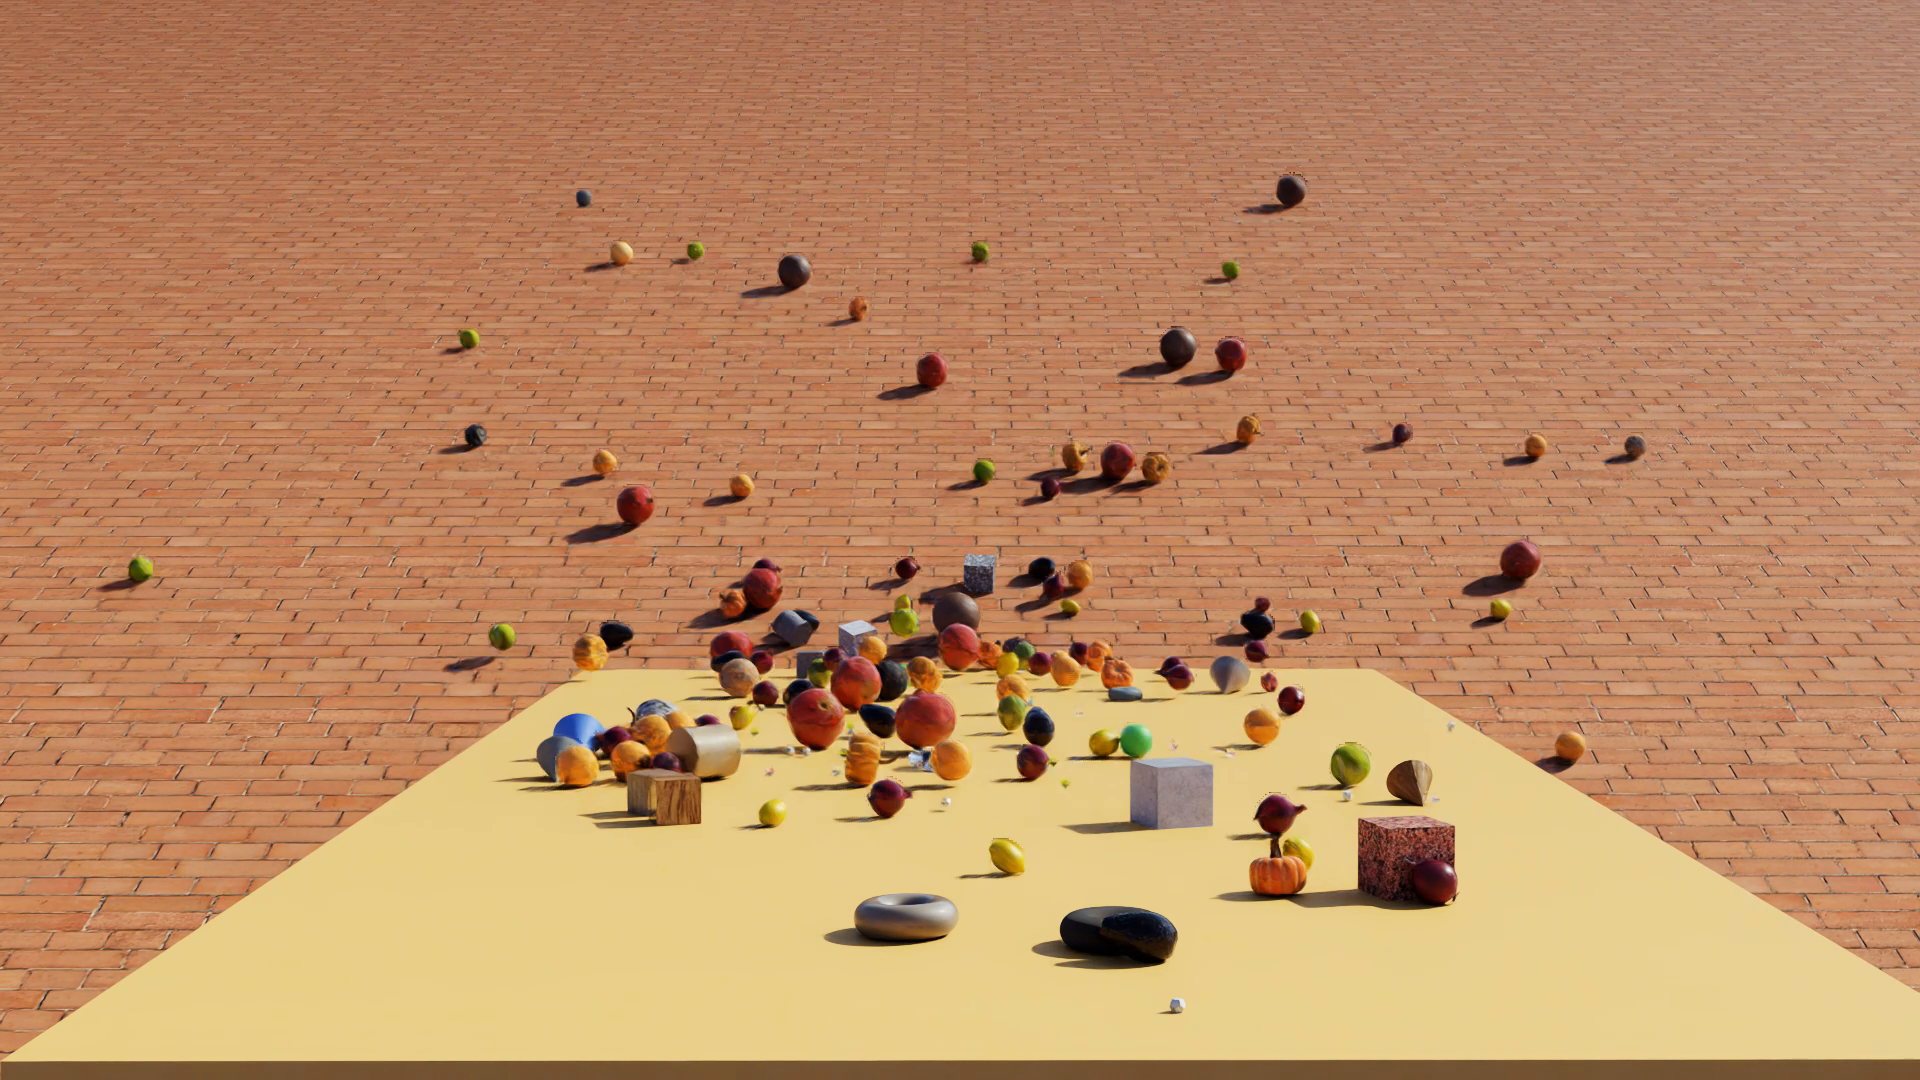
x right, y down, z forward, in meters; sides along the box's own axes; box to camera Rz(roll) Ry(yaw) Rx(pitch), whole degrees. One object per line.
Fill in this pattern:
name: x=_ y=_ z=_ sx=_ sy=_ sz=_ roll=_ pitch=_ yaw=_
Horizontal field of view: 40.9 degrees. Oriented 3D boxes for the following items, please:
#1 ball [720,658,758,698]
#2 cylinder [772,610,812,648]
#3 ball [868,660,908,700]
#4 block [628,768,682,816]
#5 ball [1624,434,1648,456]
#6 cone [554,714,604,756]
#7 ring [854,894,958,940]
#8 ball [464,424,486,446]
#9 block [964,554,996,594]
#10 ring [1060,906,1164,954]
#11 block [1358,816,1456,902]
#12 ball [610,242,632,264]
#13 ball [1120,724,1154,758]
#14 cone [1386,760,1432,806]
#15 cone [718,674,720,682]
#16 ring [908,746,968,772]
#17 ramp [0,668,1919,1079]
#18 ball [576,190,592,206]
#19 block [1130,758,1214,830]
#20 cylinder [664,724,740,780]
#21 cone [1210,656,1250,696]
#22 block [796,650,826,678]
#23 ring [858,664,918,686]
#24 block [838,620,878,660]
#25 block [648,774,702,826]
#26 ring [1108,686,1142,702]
ball: x=-0.504 y=0.314 z=5.873 sx=0.090 sy=0.090 sz=0.090 roll=0 pitch=22 yaw=0
cylinder: x=-0.448 y=0.237 z=6.882 sx=0.075 sy=0.075 sz=0.075 roll=-18 pitch=38 yaw=-37
ball: x=-0.162 y=0.317 z=5.802 sx=0.090 sy=0.090 sz=0.090 roll=0 pitch=22 yaw=0
block: x=-0.491 y=0.406 z=4.139 sx=0.065 sy=0.065 sz=0.065 roll=-2 pitch=3 yaw=-38
ball: x=2.157 y=-0.301 z=8.206 sx=0.069 sy=0.069 sz=0.069 roll=0 pitch=22 yaw=0
cone: x=-0.710 y=0.388 z=4.773 sx=0.096 sy=0.096 sz=0.096 roll=-1 pitch=29 yaw=-4
ring: x=-0.066 y=0.463 z=3.158 sx=0.130 sy=0.043 sz=0.130 roll=-1 pitch=2 yaw=0
ball: x=-1.561 y=-0.337 z=8.293 sx=0.070 sy=0.070 sz=0.070 roll=0 pitch=22 yaw=0
block: x=0.055 y=0.095 z=7.233 sx=0.082 sy=0.082 sz=0.082 roll=2 pitch=23 yaw=5
ring: x=0.182 y=0.467 z=3.083 sx=0.125 sy=0.042 sz=0.125 roll=-1 pitch=2 yaw=0
block: x=0.594 y=0.423 z=3.426 sx=0.096 sy=0.096 sz=0.096 roll=-1 pitch=3 yaw=-15
ball: x=-1.344 y=-1.138 z=10.204 sx=0.089 sy=0.089 sz=0.089 roll=0 pitch=22 yaw=0
ball: x=0.330 y=0.375 z=4.814 sx=0.063 sy=0.063 sz=0.063 roll=0 pitch=22 yaw=0
cone: x=0.750 y=0.416 z=4.230 sx=0.079 sy=0.079 sz=0.079 roll=-3 pitch=30 yaw=-7
cone: x=-0.545 y=0.340 z=6.036 sx=0.052 sy=0.052 sz=0.052 roll=0 pitch=29 yaw=1
ring: x=-0.039 y=0.397 z=4.664 sx=0.109 sy=0.036 sz=0.109 roll=-1 pitch=3 yaw=0
ramp: x=0.052 y=0.470 z=4.535 sx=2.000 sy=0.100 sz=4.000 roll=0 pitch=3 yaw=0
ball: x=-1.612 y=-1.466 z=11.021 sx=0.070 sy=0.070 sz=0.070 roll=0 pitch=22 yaw=0
block: x=0.331 y=0.395 z=4.022 sx=0.096 sy=0.096 sz=0.096 roll=-1 pitch=3 yaw=-22
cylinder: x=-0.451 y=0.373 z=4.509 sx=0.095 sy=0.095 sz=0.095 roll=-3 pitch=18 yaw=-44
cone: x=0.616 y=0.334 z=5.943 sx=0.095 sy=0.095 sz=0.095 roll=6 pitch=31 yaw=14
block: x=-0.367 y=0.305 z=6.339 sx=0.063 sy=0.063 sz=0.063 roll=0 pitch=3 yaw=6
ring: x=-0.171 y=0.324 z=6.130 sx=0.140 sy=0.047 sz=0.140 roll=1 pitch=3 yaw=0
block: x=-0.271 y=0.266 z=6.829 sx=0.074 sy=0.074 sz=0.074 roll=-15 pitch=27 yaw=-32
block: x=-0.449 y=0.408 z=4.045 sx=0.071 sy=0.071 sz=0.071 roll=-1 pitch=3 yaw=-18
ring: x=0.374 y=0.348 z=5.812 sx=0.079 sy=0.026 sz=0.079 roll=-1 pitch=3 yaw=0
